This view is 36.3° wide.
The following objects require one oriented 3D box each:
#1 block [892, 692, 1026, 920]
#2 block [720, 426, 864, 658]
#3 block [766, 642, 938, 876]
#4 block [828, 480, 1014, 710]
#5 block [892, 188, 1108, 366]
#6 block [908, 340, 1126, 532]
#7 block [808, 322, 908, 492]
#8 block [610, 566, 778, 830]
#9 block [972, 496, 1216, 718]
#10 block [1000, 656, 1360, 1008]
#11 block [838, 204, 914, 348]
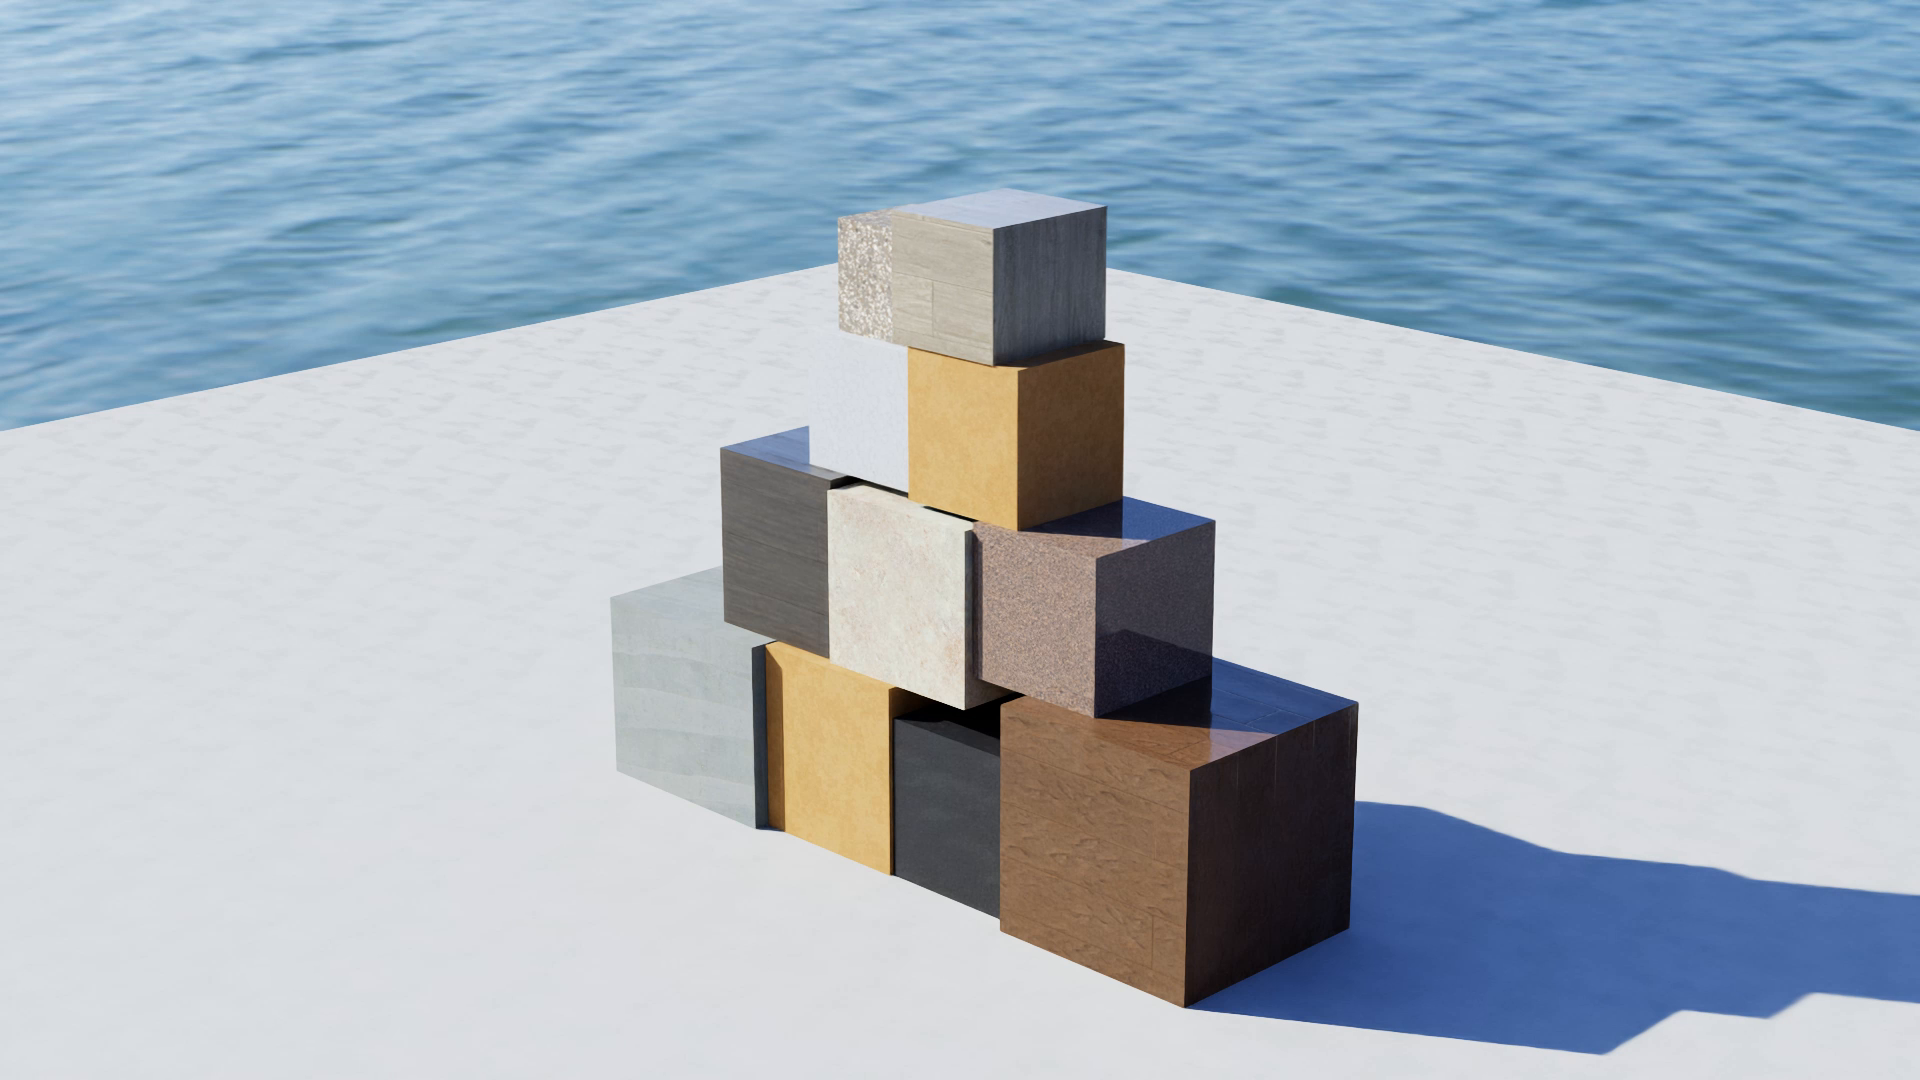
[{"bbox_3d":[0.282,1.154,13.386,0.904,0.771,0.750,-17,24,-42],"label":"block"},{"bbox_3d":[-0.557,-0.031,13.945,0.854,0.865,0.766,-17,24,-42],"label":"block"},{"bbox_3d":[-0.268,0.912,13.921,0.986,0.912,0.834,-17,24,-42],"label":"block"},{"bbox_3d":[0.024,0.170,13.387,0.887,0.825,0.875,-17,24,-42],"label":"block"},{"bbox_3d":[0.171,-1.159,12.801,0.710,0.590,0.616,-17,24,-42],"label":"block"},{"bbox_3d":[0.247,-0.517,12.918,0.679,0.707,0.667,-17,24,-42],"label":"block"},{"bbox_3d":[-0.239,-0.643,13.386,0.577,0.641,0.702,-17,24,-42],"label":"block"},{"bbox_3d":[-0.948,0.710,14.558,1.127,0.916,1.052,-17,24,-42],"label":"block"},{"bbox_3d":[0.583,0.258,12.806,0.770,0.708,0.722,-17,24,-42],"label":"block"},{"bbox_3d":[0.944,1.207,12.735,1.110,1.061,1.067,-17,24,-42],"label":"block"},{"bbox_3d":[-0.208,-1.196,13.211,0.476,0.518,0.486,-17,24,-42],"label":"block"}]
